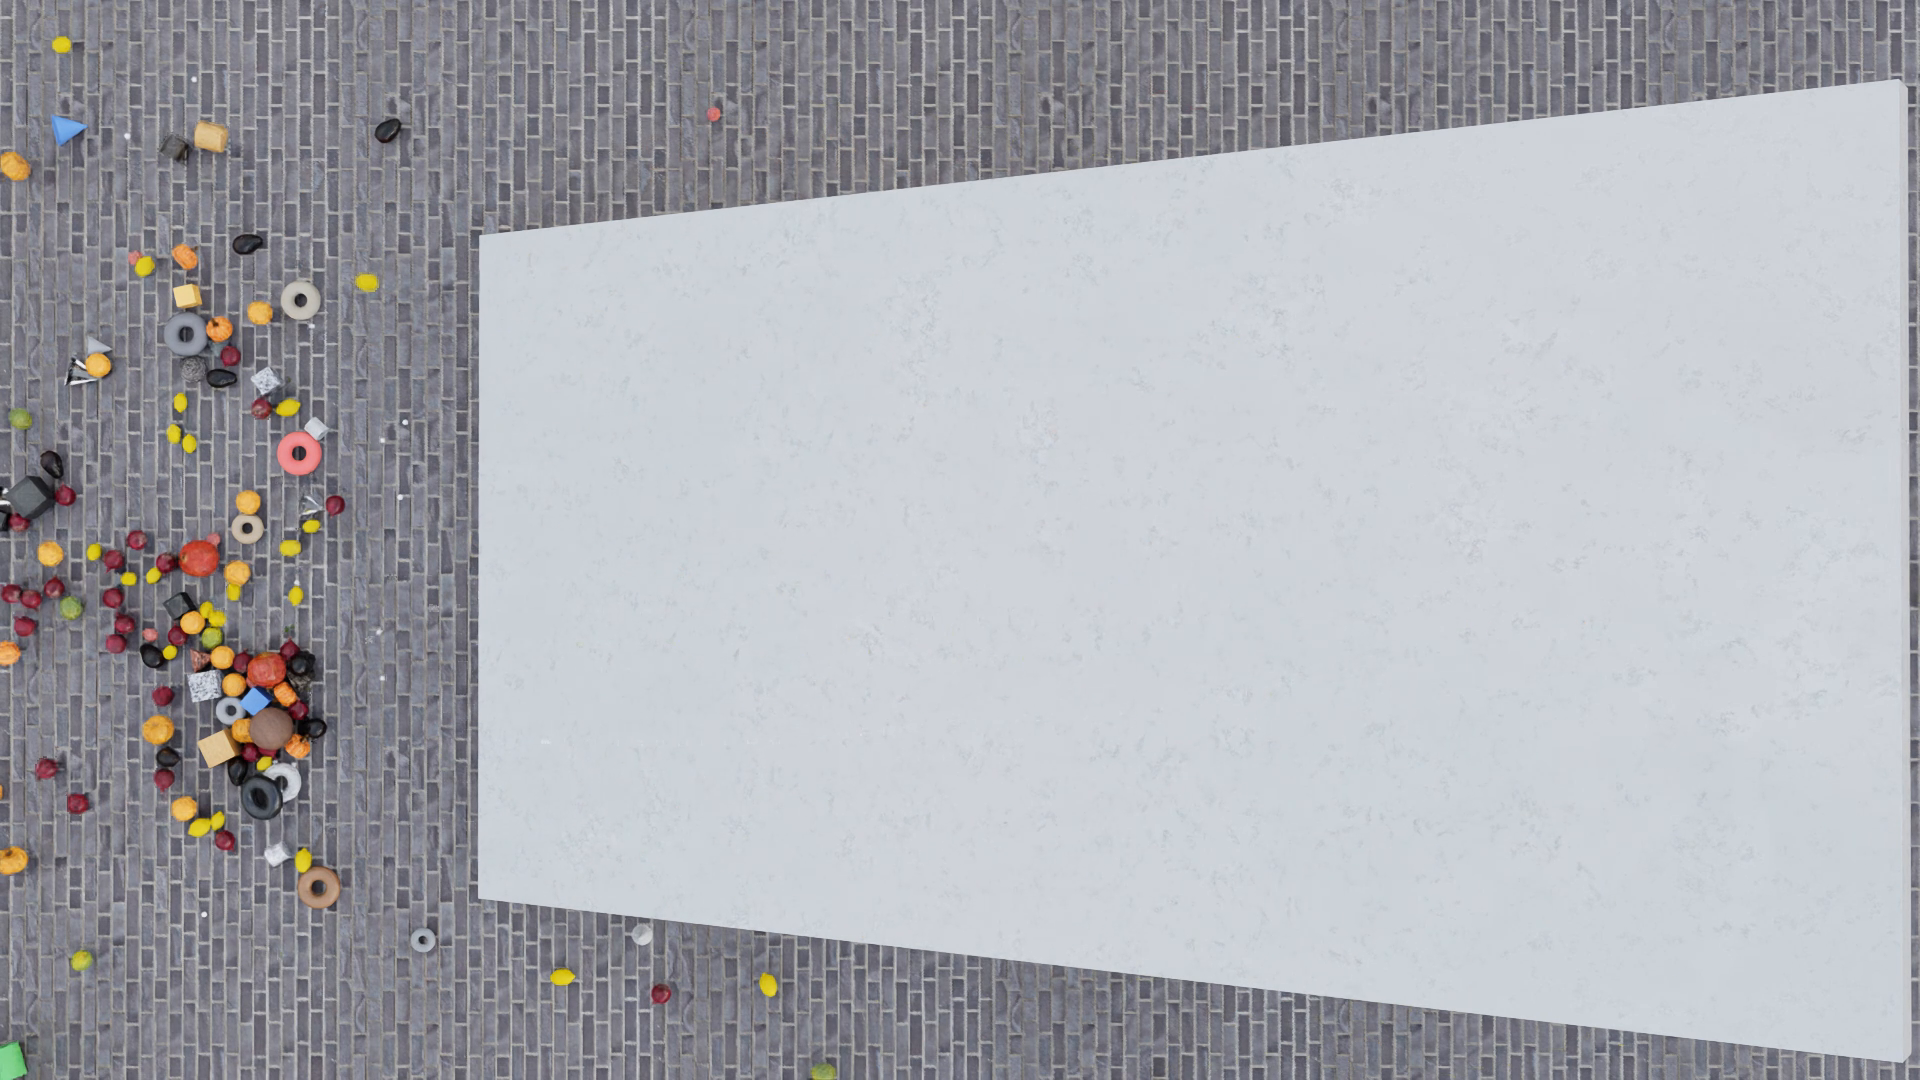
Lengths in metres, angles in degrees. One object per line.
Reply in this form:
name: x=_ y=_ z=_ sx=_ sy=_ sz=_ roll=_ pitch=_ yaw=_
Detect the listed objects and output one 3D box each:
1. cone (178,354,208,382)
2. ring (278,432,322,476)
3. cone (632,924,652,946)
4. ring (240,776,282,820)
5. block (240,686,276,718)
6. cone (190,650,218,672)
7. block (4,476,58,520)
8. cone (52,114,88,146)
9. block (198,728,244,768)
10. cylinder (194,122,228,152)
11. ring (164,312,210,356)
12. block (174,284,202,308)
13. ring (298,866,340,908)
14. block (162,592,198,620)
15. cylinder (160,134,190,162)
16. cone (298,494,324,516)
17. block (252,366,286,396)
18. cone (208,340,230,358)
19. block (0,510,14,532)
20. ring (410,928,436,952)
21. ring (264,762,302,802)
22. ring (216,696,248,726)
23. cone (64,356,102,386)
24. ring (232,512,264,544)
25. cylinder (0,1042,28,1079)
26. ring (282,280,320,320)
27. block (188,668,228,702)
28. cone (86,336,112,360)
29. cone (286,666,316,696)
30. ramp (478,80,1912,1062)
cone: x=-2.344 y=-0.524 z=6.679 sx=0.088 sy=0.088 sz=0.088 roll=0 pitch=90 yaw=0
ring: x=-2.013 y=-0.264 z=6.699 sx=0.135 sy=0.045 sz=0.135 roll=0 pitch=88 yaw=-1
cone: x=-0.970 y=1.204 z=6.676 sx=0.063 sy=0.063 sz=0.063 roll=0 pitch=90 yaw=0
ring: x=-2.115 y=0.780 z=6.660 sx=0.143 sy=0.048 sz=0.143 roll=5 pitch=104 yaw=19
block: x=-2.134 y=0.492 z=6.681 sx=0.066 sy=0.066 sz=0.066 roll=41 pitch=90 yaw=0
cone: x=-2.296 y=0.362 z=6.698 sx=0.076 sy=0.076 sz=0.076 roll=-11 pitch=89 yaw=-27
block: x=-2.818 y=-0.129 z=6.674 sx=0.092 sy=0.092 sz=0.092 roll=-39 pitch=90 yaw=0
cone: x=-2.708 y=-1.256 z=6.708 sx=0.096 sy=0.096 sz=0.096 roll=-15 pitch=89 yaw=-27
block: x=-2.241 y=0.630 z=6.670 sx=0.087 sy=0.087 sz=0.087 roll=-26 pitch=90 yaw=0
cylinder: x=-2.278 y=-1.224 z=6.687 sx=0.077 sy=0.077 sz=0.077 roll=12 pitch=90 yaw=-5
ring: x=-2.357 y=-0.627 z=6.701 sx=0.139 sy=0.046 sz=0.139 roll=0 pitch=88 yaw=0
block: x=-2.352 y=-0.742 z=6.696 sx=0.058 sy=0.058 sz=0.058 roll=-13 pitch=90 yaw=0
ring: x=-1.950 y=1.057 z=6.688 sx=0.131 sy=0.044 sz=0.131 roll=0 pitch=90 yaw=-1
block: x=-2.373 y=0.201 z=6.686 sx=0.061 sy=0.061 sz=0.061 roll=-32 pitch=90 yaw=0
cylinder: x=-2.393 y=-1.194 z=6.697 sx=0.063 sy=0.063 sz=0.063 roll=32 pitch=90 yaw=0
cone: x=-1.972 y=-0.101 z=6.703 sx=0.072 sy=0.072 sz=0.072 roll=15 pitch=89 yaw=-26
block: x=-2.103 y=-0.482 z=6.691 sx=0.064 sy=0.064 sz=0.064 roll=-35 pitch=90 yaw=0
cone: x=-2.253 y=-0.597 z=6.710 sx=0.059 sy=0.059 sz=0.059 roll=-34 pitch=90 yaw=-27
block: x=-2.926 y=-0.062 z=6.691 sx=0.055 sy=0.055 sz=0.055 roll=21 pitch=90 yaw=0
ring: x=-1.635 y=1.217 z=6.695 sx=0.077 sy=0.026 sz=0.077 roll=0 pitch=91 yaw=1
ring: x=-2.065 y=0.737 z=6.692 sx=0.121 sy=0.040 sz=0.121 roll=0 pitch=91 yaw=1
ring: x=-2.219 y=0.519 z=6.699 sx=0.095 sy=0.032 sz=0.095 roll=0 pitch=91 yaw=0
cone: x=-2.666 y=-0.503 z=6.701 sx=0.097 sy=0.097 sz=0.097 roll=14 pitch=89 yaw=-26
ring: x=-2.171 y=-0.036 z=6.703 sx=0.098 sy=0.033 sz=0.098 roll=0 pitch=91 yaw=0
cylinder: x=-2.887 y=1.582 z=6.656 sx=0.098 sy=0.098 sz=0.098 roll=-17 pitch=90 yaw=0
ring: x=-2.010 y=-0.731 z=6.705 sx=0.122 sy=0.041 sz=0.122 roll=0 pitch=91 yaw=0
block: x=-2.282 y=0.441 z=6.673 sx=0.083 sy=0.083 sz=0.083 roll=-11 pitch=90 yaw=0
cone: x=-2.622 y=-0.585 z=6.707 sx=0.074 sy=0.074 sz=0.074 roll=3 pitch=89 yaw=-27
cone: x=-2.012 y=0.444 z=6.695 sx=0.086 sy=0.086 sz=0.086 roll=18 pitch=116 yaw=0
ramp: x=0.258 y=0.071 z=5.594 sx=4.000 sy=0.100 sz=2.000 roll=0 pitch=89 yaw=33
